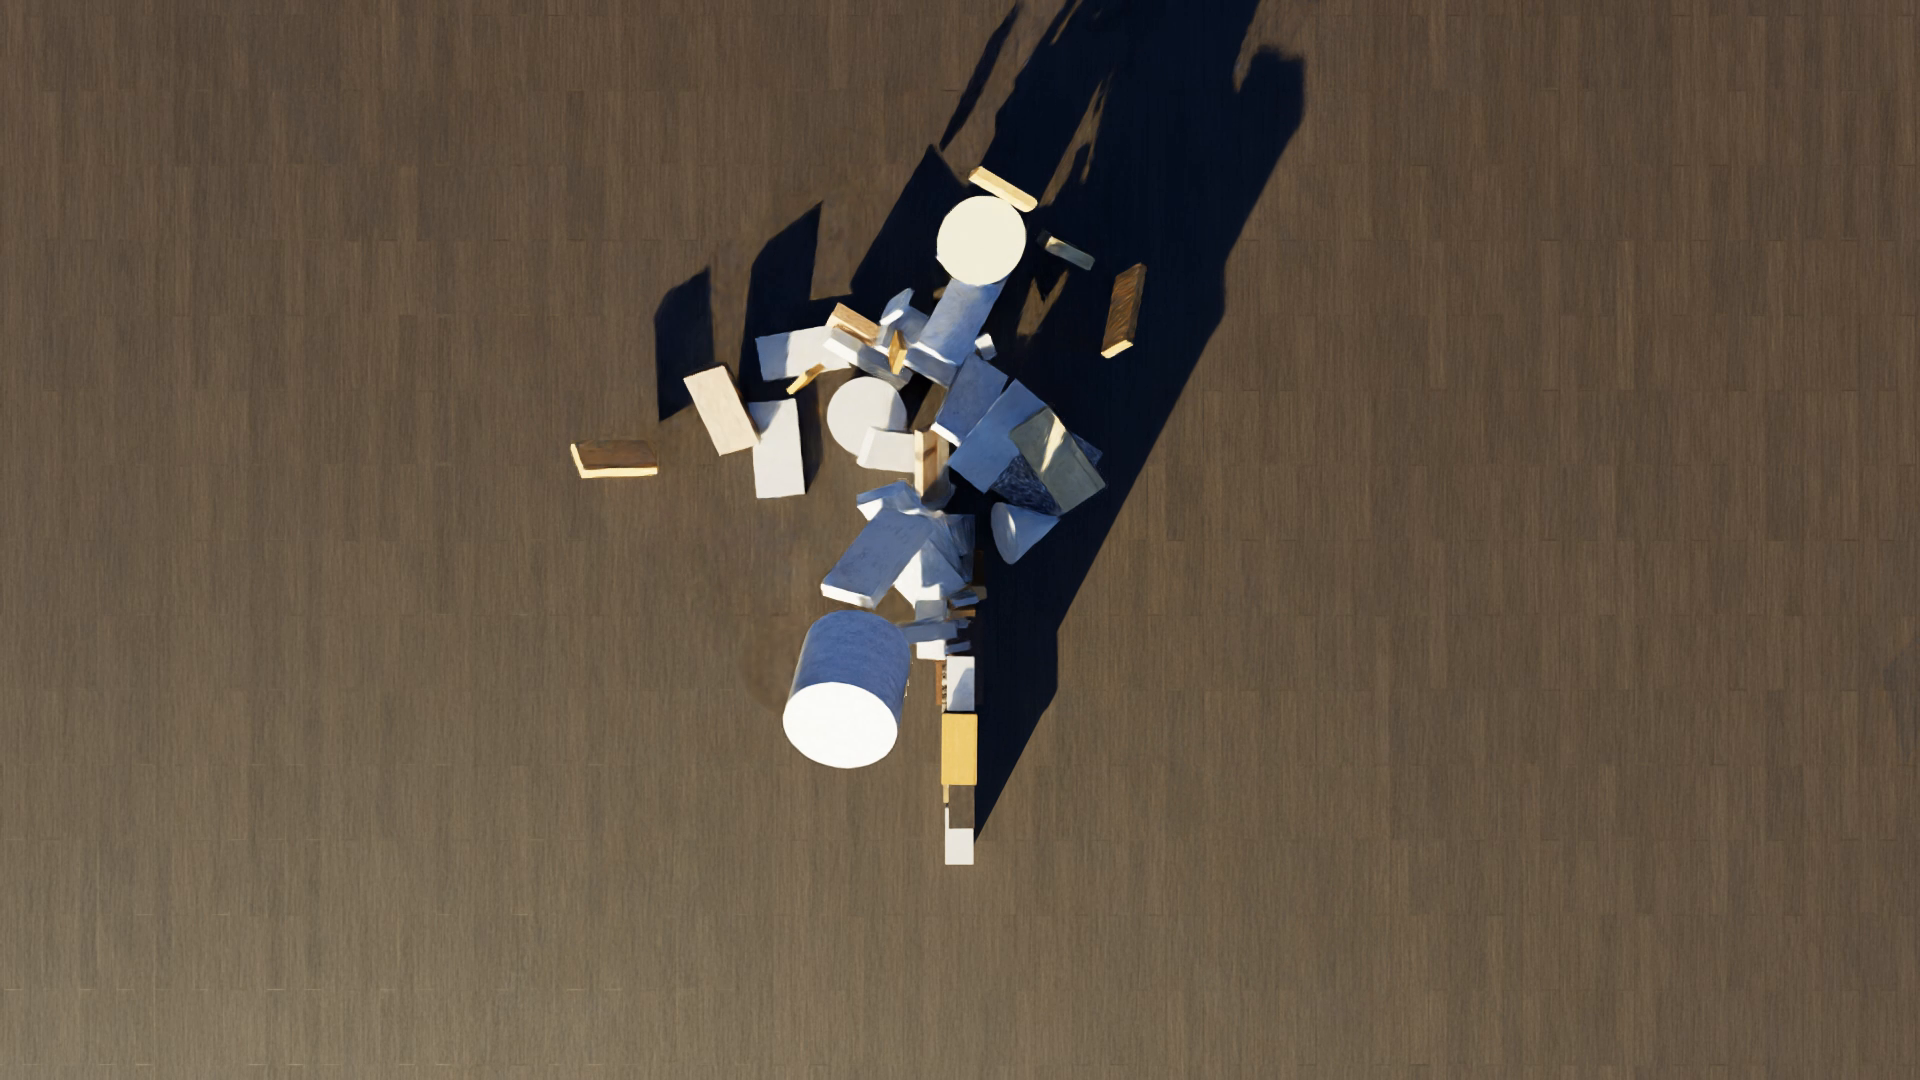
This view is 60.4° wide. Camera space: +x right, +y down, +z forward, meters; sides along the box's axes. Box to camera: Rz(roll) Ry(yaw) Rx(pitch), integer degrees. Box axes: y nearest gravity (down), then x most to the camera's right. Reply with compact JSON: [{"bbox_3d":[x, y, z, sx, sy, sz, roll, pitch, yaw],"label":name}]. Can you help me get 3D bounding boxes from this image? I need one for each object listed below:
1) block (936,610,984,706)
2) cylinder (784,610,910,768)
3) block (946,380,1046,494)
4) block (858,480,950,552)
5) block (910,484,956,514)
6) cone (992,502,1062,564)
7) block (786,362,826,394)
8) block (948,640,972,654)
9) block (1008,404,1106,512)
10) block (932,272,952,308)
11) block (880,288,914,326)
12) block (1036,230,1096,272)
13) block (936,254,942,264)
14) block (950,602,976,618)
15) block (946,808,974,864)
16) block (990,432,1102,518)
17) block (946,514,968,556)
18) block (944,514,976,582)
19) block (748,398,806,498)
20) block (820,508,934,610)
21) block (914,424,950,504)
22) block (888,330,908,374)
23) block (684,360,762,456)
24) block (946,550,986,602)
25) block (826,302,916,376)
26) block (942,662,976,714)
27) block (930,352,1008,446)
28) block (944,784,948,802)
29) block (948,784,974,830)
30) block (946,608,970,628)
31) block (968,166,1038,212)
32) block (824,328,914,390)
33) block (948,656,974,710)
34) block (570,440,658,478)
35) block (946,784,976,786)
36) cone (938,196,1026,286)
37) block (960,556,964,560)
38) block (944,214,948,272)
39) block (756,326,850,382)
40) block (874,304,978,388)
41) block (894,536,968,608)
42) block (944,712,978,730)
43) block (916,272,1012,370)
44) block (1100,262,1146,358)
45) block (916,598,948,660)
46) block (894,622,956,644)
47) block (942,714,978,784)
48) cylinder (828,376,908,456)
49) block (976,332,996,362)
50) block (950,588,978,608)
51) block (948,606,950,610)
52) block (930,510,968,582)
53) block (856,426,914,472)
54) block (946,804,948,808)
[{"bbox_3d":[-0.002,0.369,5.183,0.148,0.042,0.296,0,90,0],"label":"block"},{"bbox_3d":[-0.276,0.367,4.090,0.276,0.276,0.276,3,127,5],"label":"cylinder"},{"bbox_3d":[0.123,-0.324,5.160,0.155,0.044,0.338,40,93,-5],"label":"block"},{"bbox_3d":[-0.168,-0.050,4.956,0.155,0.310,0.044,-17,48,18],"label":"block"},{"bbox_3d":[-0.116,-0.125,5.381,0.126,0.253,0.036,23,128,8],"label":"block"},{"bbox_3d":[0.231,-0.045,5.181,0.202,0.202,0.202,-14,90,-19],"label":"cone"},{"bbox_3d":[-0.477,-0.501,5.108,0.081,0.162,0.023,-41,93,22],"label":"block"},{"bbox_3d":[-0.040,0.331,5.061,0.090,0.180,0.026,-5,89,22],"label":"block"},{"bbox_3d":[0.303,-0.253,5.125,0.155,0.044,0.310,-34,105,13],"label":"block"},{"bbox_3d":[-0.003,-0.799,5.331,0.168,0.336,0.048,2,85,0],"label":"block"},{"bbox_3d":[-0.198,-0.725,5.127,0.023,0.162,0.081,28,73,-19],"label":"block"},{"bbox_3d":[0.328,-0.907,5.148,0.154,0.309,0.044,24,103,-8],"label":"block"},{"bbox_3d":[0.011,-0.950,5.180,0.194,0.097,0.027,-35,109,23],"label":"block"},{"bbox_3d":[0.005,0.203,5.188,0.074,0.398,0.021,-3,96,-1],"label":"block"},{"bbox_3d":[-0.002,0.951,5.308,0.090,0.025,0.179,0,90,0],"label":"block"},{"bbox_3d":[0.266,-0.236,5.324,0.243,0.243,0.243,36,109,12],"label":"block"},{"bbox_3d":[-0.044,-0.010,5.276,0.126,0.253,0.036,-10,113,3],"label":"block"},{"bbox_3d":[-0.035,0.024,5.353,0.158,0.316,0.045,-2,125,4],"label":"block"},{"bbox_3d":[-0.608,-0.303,5.478,0.158,0.045,0.316,-6,90,0],"label":"block"},{"bbox_3d":[-0.237,0.049,4.737,0.170,0.048,0.340,14,48,28],"label":"block"},{"bbox_3d":[-0.090,-0.249,5.310,0.036,0.126,0.252,24,124,38],"label":"block"},{"bbox_3d":[-0.194,-0.583,5.109,0.023,0.162,0.081,14,116,-15],"label":"block"},{"bbox_3d":[-0.773,-0.429,5.384,0.146,0.041,0.292,-15,116,15],"label":"block"},{"bbox_3d":[0.001,0.115,5.344,0.158,0.316,0.045,-3,110,0],"label":"block"},{"bbox_3d":[-0.273,-0.655,5.392,0.336,0.168,0.048,30,82,-8],"label":"block"},{"bbox_3d":[-0.004,0.468,4.950,0.099,0.028,0.198,0,90,0],"label":"block"},{"bbox_3d":[0.032,-0.442,5.282,0.154,0.044,0.309,33,59,-15],"label":"block"},{"bbox_3d":[-0.004,0.743,5.292,0.097,0.028,0.194,0,90,0],"label":"block"},{"bbox_3d":[0.004,0.780,4.906,0.077,0.022,0.154,-1,90,0],"label":"block"},{"bbox_3d":[-0.042,0.238,5.061,0.090,0.180,0.025,27,96,20],"label":"block"},{"bbox_3d":[0.122,-0.998,4.700,0.193,0.097,0.027,28,89,-13],"label":"block"},{"bbox_3d":[-0.301,-0.592,5.399,0.292,0.146,0.041,30,79,-11],"label":"block"},{"bbox_3d":[0.002,0.415,4.769,0.078,0.022,0.156,0,90,0],"label":"block"},{"bbox_3d":[-1.121,-0.265,5.355,0.252,0.036,0.126,-4,51,-33],"label":"block"},{"bbox_3d":[0.004,0.663,5.083,0.091,0.026,0.182,0,90,0],"label":"block"},{"bbox_3d":[0.032,-0.924,4.906,0.265,0.265,0.265,-6,117,-12],"label":"cone"},{"bbox_3d":[-0.031,0.033,5.246,0.074,0.149,0.021,-10,112,1],"label":"block"},{"bbox_3d":[-0.003,-0.940,5.284,0.101,0.029,0.202,0,90,0],"label":"block"},{"bbox_3d":[-0.521,-0.623,5.479,0.292,0.041,0.146,-10,90,0],"label":"block"},{"bbox_3d":[-0.108,-0.622,5.303,0.336,0.048,0.168,26,74,-32],"label":"block"},{"bbox_3d":[-0.126,0.087,4.996,0.170,0.340,0.048,-36,49,3],"label":"block"},{"bbox_3d":[-0.001,0.532,4.836,0.100,0.200,0.028,0,90,0],"label":"block"},{"bbox_3d":[0.014,-0.721,5.109,0.154,0.044,0.361,28,76,-3],"label":"block"},{"bbox_3d":[0.465,-0.652,4.674,0.027,0.097,0.304,36,50,-29],"label":"block"},{"bbox_3d":[-0.086,0.268,4.967,0.090,0.025,0.180,-1,90,22],"label":"block"},{"bbox_3d":[-0.172,0.269,4.747,0.170,0.446,0.048,-1,89,22],"label":"block"},{"bbox_3d":[-0.002,0.598,4.722,0.100,0.028,0.200,1,90,0],"label":"block"},{"bbox_3d":[-0.297,-0.395,5.375,0.250,0.250,0.250,0,90,0],"label":"cylinder"},{"bbox_3d":[0.082,-0.618,5.285,0.049,0.097,0.014,-34,47,-10],"label":"block"},{"bbox_3d":[0.010,0.181,5.115,0.074,0.149,0.021,-12,98,-5],"label":"block"},{"bbox_3d":[-0.006,0.187,5.394,0.049,0.014,0.097,10,89,-1],"label":"block"},{"bbox_3d":[-0.075,0.036,5.125,0.126,0.036,0.253,-18,122,3],"label":"block"},{"bbox_3d":[-0.208,-0.286,5.233,0.036,0.252,0.126,33,110,39],"label":"block"},{"bbox_3d":[-0.002,0.892,5.410,0.090,0.179,0.025,0,90,0],"label":"block"}]
